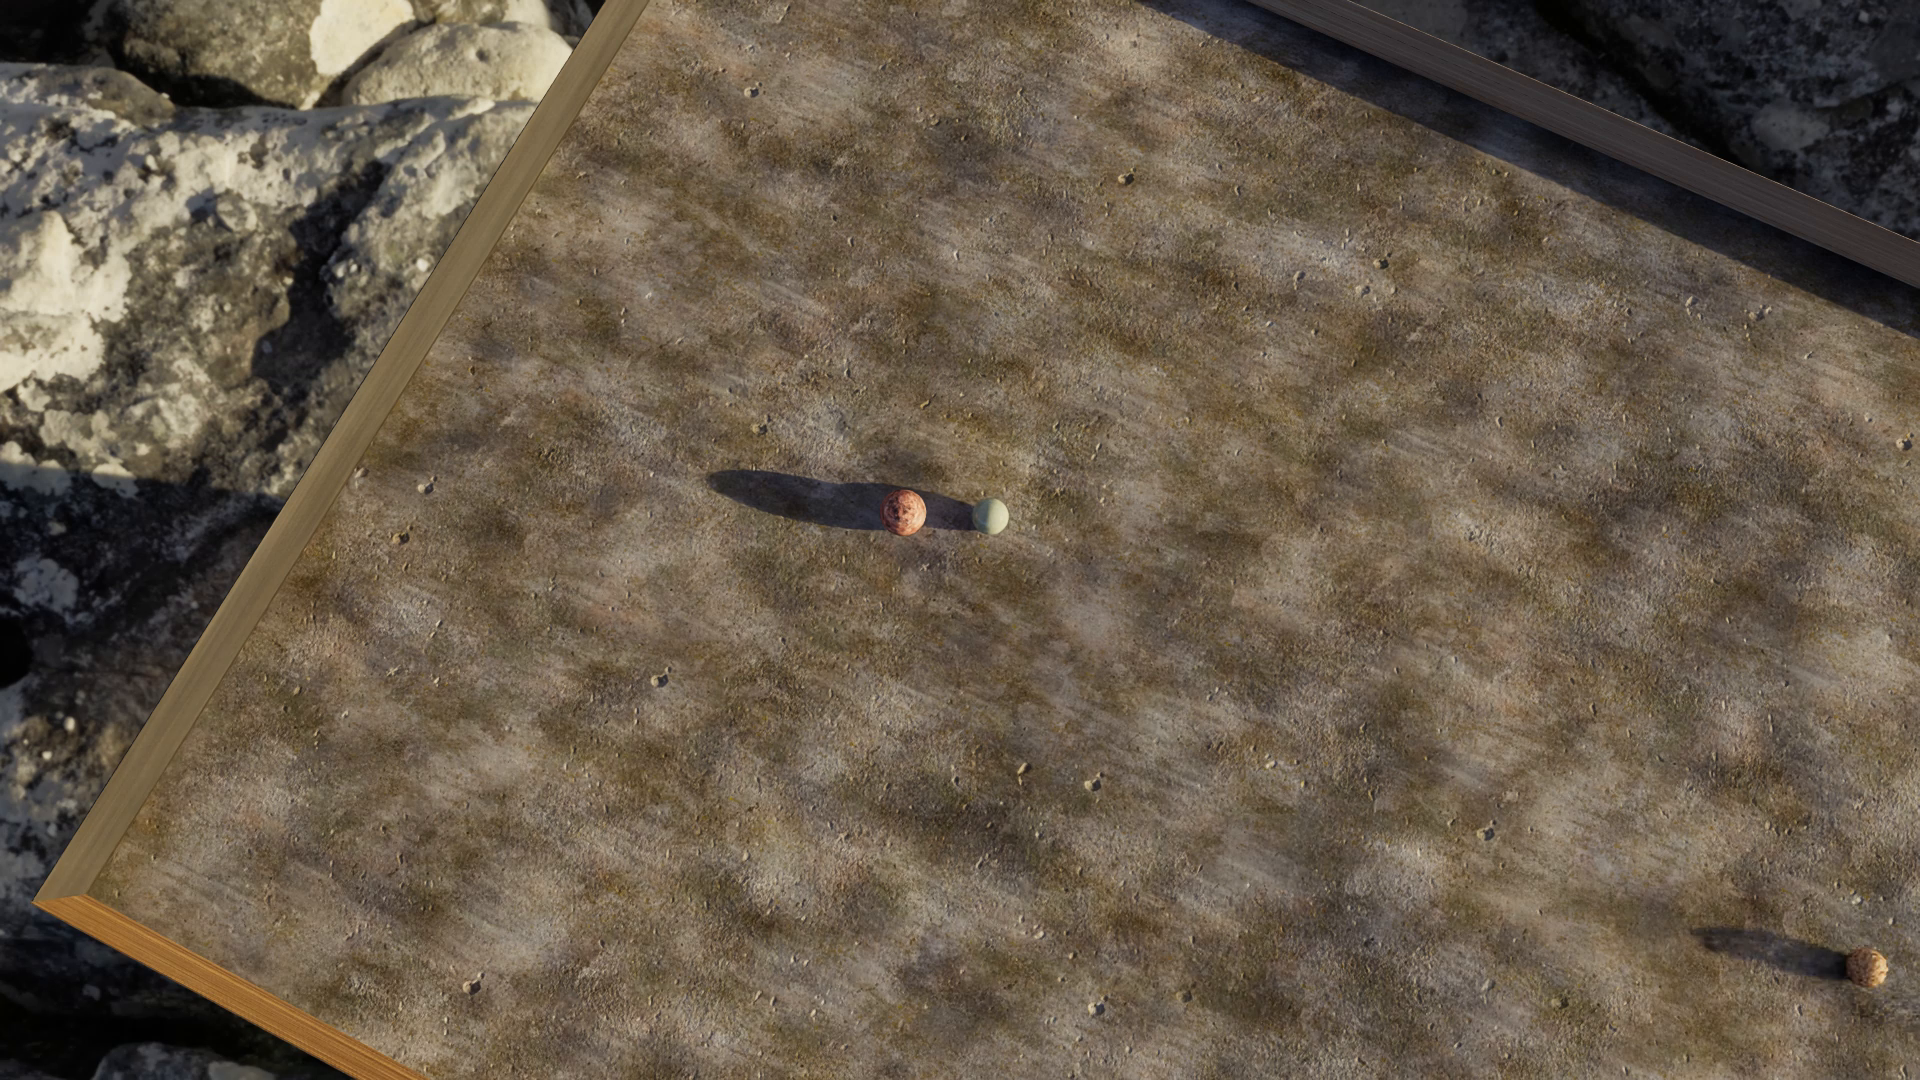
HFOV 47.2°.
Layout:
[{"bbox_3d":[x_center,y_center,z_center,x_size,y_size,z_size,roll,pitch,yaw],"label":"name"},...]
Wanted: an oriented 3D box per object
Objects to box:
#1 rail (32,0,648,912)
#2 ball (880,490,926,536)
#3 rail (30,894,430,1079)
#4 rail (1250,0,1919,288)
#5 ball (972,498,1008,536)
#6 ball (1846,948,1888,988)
[{"bbox_3d":[-0.820,-0.396,3.530,0.045,0.095,2.231,25,73,8],"label":"rail"},{"bbox_3d":[-0.089,-0.043,3.424,0.073,0.073,0.073,0,71,0],"label":"ball"},{"bbox_3d":[0.351,1.321,2.954,3.766,0.095,0.045,25,73,8],"label":"rail"},{"bbox_3d":[1.332,-0.529,3.575,3.766,0.095,0.045,25,73,8],"label":"rail"},{"bbox_3d":[0.047,-0.037,3.430,0.058,0.058,0.058,0,71,0],"label":"ball"},{"bbox_3d":[1.322,0.624,3.208,0.057,0.057,0.057,0,71,0],"label":"ball"}]
